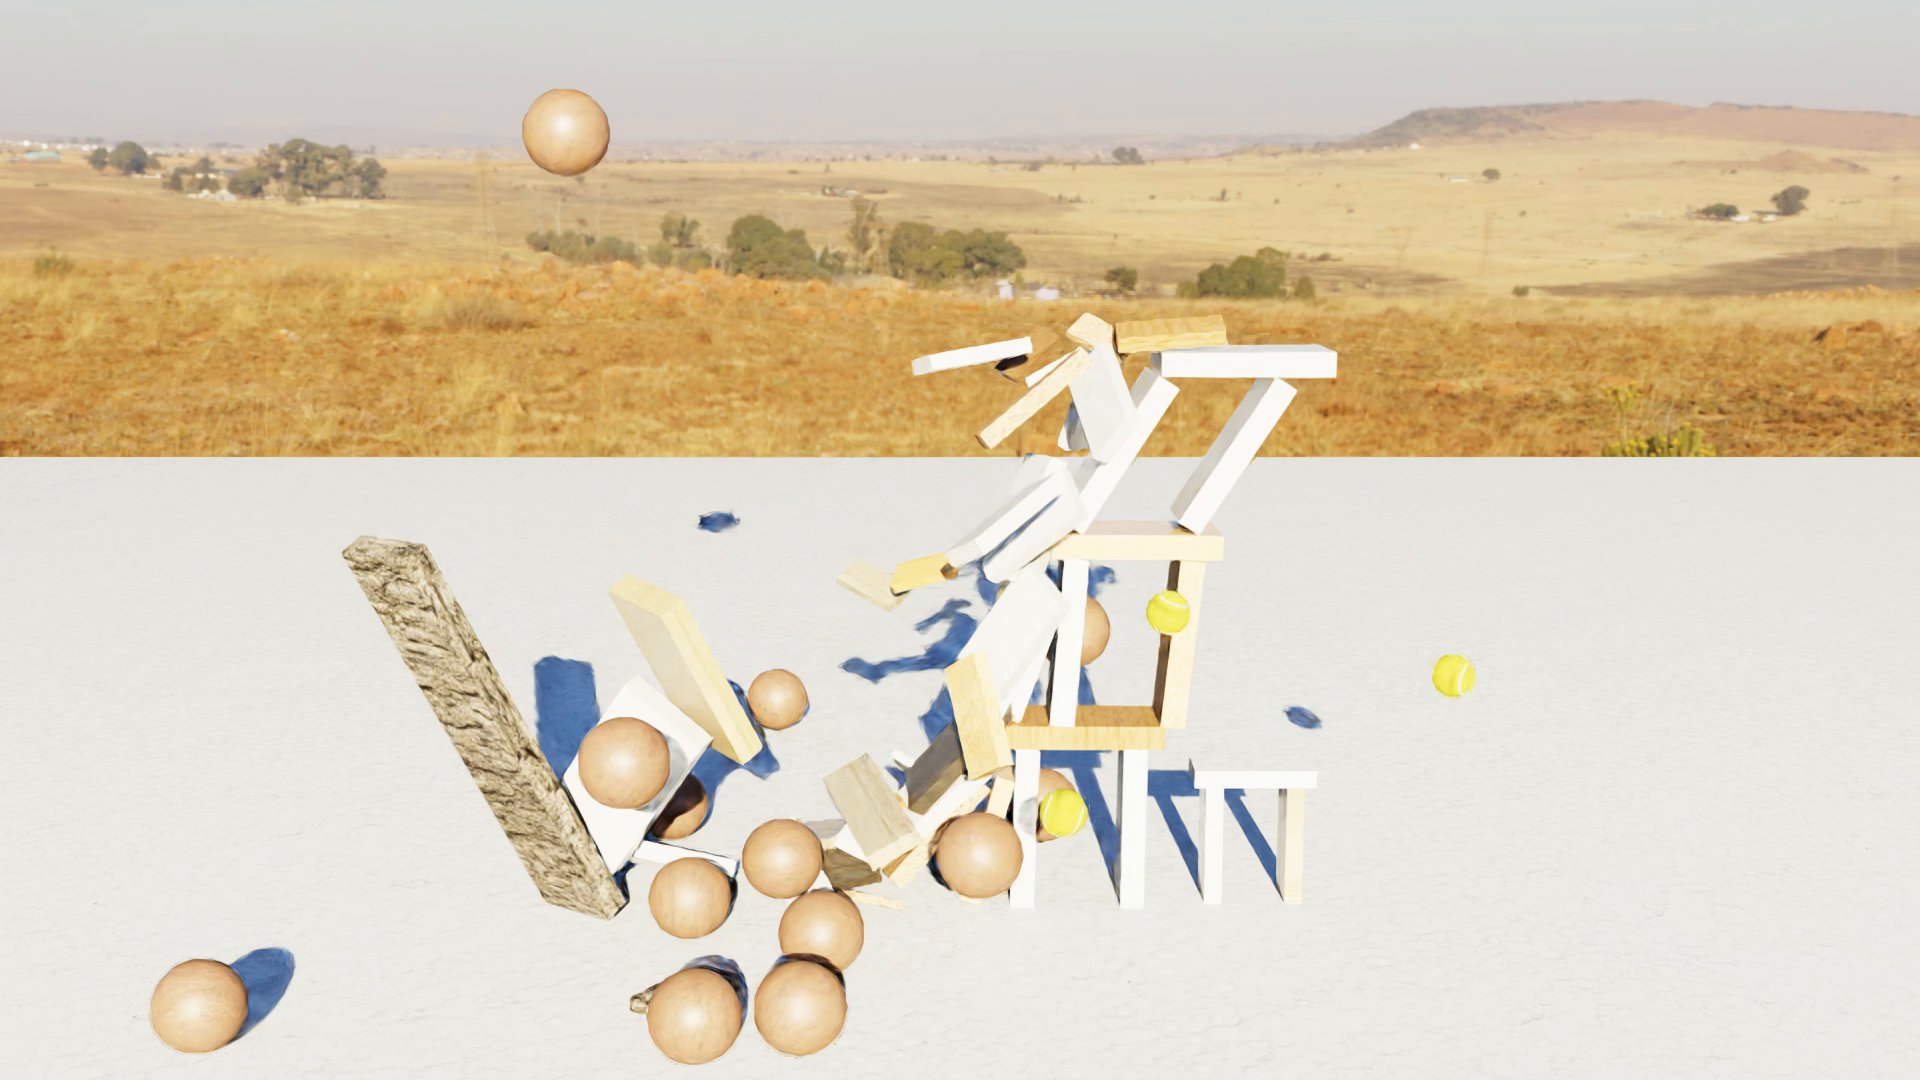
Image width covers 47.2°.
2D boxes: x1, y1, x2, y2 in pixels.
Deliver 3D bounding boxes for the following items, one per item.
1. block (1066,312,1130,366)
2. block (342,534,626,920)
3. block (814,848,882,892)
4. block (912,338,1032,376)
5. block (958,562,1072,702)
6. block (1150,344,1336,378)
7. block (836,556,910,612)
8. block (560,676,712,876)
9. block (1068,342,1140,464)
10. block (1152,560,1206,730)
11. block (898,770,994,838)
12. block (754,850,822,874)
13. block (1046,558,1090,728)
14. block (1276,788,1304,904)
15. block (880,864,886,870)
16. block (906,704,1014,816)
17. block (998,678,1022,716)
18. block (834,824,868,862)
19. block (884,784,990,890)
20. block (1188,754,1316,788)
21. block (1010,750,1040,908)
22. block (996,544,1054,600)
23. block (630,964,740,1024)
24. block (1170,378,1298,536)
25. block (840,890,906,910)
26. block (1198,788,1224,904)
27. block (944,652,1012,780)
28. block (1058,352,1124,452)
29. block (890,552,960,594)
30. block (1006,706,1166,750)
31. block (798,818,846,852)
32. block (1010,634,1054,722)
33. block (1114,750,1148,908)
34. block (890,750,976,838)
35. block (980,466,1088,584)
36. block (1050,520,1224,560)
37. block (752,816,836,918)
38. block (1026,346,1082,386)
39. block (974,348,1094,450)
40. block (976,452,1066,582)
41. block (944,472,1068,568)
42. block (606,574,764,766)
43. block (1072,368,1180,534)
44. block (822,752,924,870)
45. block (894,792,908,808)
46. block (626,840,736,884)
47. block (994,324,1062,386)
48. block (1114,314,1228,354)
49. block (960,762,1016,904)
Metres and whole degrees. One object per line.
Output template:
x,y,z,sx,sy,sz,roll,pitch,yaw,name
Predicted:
0.231,-0.327,3.565,0.104,0.015,0.052,31,62,25,block
-0.729,0.302,3.409,0.156,0.723,0.044,7,41,40,block
-0.214,0.550,3.656,0.157,0.022,0.078,-12,38,-6,block
0.019,-0.291,3.481,0.171,0.024,0.086,-12,2,-20,block
0.085,0.145,3.440,0.029,0.202,0.101,3,39,-48,block
0.451,-0.287,3.515,0.275,0.039,0.138,0,11,-3,block
-0.138,0.072,3.510,0.109,0.015,0.054,28,53,25,block
-0.535,0.378,3.492,0.156,0.311,0.044,39,28,5,block
0.226,-0.217,3.469,0.026,0.092,0.184,17,37,-28,block
0.356,0.156,3.585,0.039,0.274,0.137,6,10,-2,block
-0.029,0.408,3.652,0.031,0.218,0.109,37,21,-27,block
-0.270,0.547,3.749,0.156,0.022,0.078,-3,-14,-11,block
0.174,0.153,3.583,0.039,0.275,0.137,4,10,-1,block
0.548,0.493,3.651,0.028,0.198,0.099,0,11,0,block
-0.127,0.515,3.766,0.078,0.022,0.157,-24,17,41,block
-0.003,0.337,3.597,0.027,0.245,0.094,30,26,-24,block
0.082,0.181,3.523,0.027,0.187,0.094,25,1,-24,block
-0.144,0.483,3.699,0.078,0.022,0.157,24,30,11,block
-0.042,0.487,3.690,0.031,0.218,0.109,43,-7,-6,block
0.482,0.381,3.631,0.198,0.028,0.099,0,11,0,block
0.108,0.458,3.642,0.038,0.268,0.134,2,11,2,block
0.114,0.012,3.506,0.029,0.202,0.101,16,5,-19,block
-0.402,0.662,3.218,0.078,0.022,0.156,7,13,33,block
0.438,-0.144,3.542,0.039,0.275,0.138,33,8,-6,block
-0.141,0.583,3.560,0.094,0.013,0.047,16,-12,-27,block
0.416,0.493,3.651,0.028,0.198,0.099,0,11,0,block
0.029,0.275,3.433,0.026,0.183,0.091,-3,-17,-32,block
0.222,-0.236,3.712,0.024,0.171,0.085,30,24,31,block
-0.052,0.048,3.428,0.109,0.015,0.054,-14,35,23,block
0.196,0.308,3.613,0.268,0.038,0.134,0,11,0,block
-0.184,0.525,3.938,0.204,0.029,0.102,-4,11,-19,block
0.116,0.193,3.584,0.027,0.187,0.094,18,17,-6,block
0.283,0.458,3.642,0.038,0.268,0.134,0,11,0,block
-0.045,0.448,3.865,0.054,0.015,0.269,26,-19,38,block
0.105,-0.023,3.368,0.185,0.092,0.026,-37,-37,23,block
0.278,-0.001,3.559,0.275,0.039,0.137,0,11,-3,block
-0.276,0.540,3.640,0.078,0.022,0.211,-18,35,-14,block
0.156,-0.280,3.574,0.104,0.015,0.052,-29,-3,6,block
0.100,-0.193,3.014,0.183,0.026,0.091,-40,5,-2,block
0.096,-0.037,3.459,0.029,0.202,0.101,26,-4,-21,block
0.067,-0.029,3.212,0.185,0.026,0.092,-39,8,-31,block
-0.428,0.202,3.429,0.044,0.311,0.156,-41,36,-24,block
0.248,-0.145,3.531,0.039,0.275,0.138,32,7,-9,block
-0.148,0.444,3.634,0.091,0.026,0.360,-30,20,-6,block
-0.137,0.455,3.652,0.094,0.013,0.047,-30,20,-8,block
-0.563,0.513,3.663,0.383,0.029,0.102,12,-15,-2,block
0.111,-0.301,3.571,0.104,0.015,0.052,-45,50,-14,block
0.336,-0.329,3.508,0.171,0.024,0.086,-4,23,2,block
0.047,0.483,3.648,0.031,0.218,0.109,16,11,-1,block
